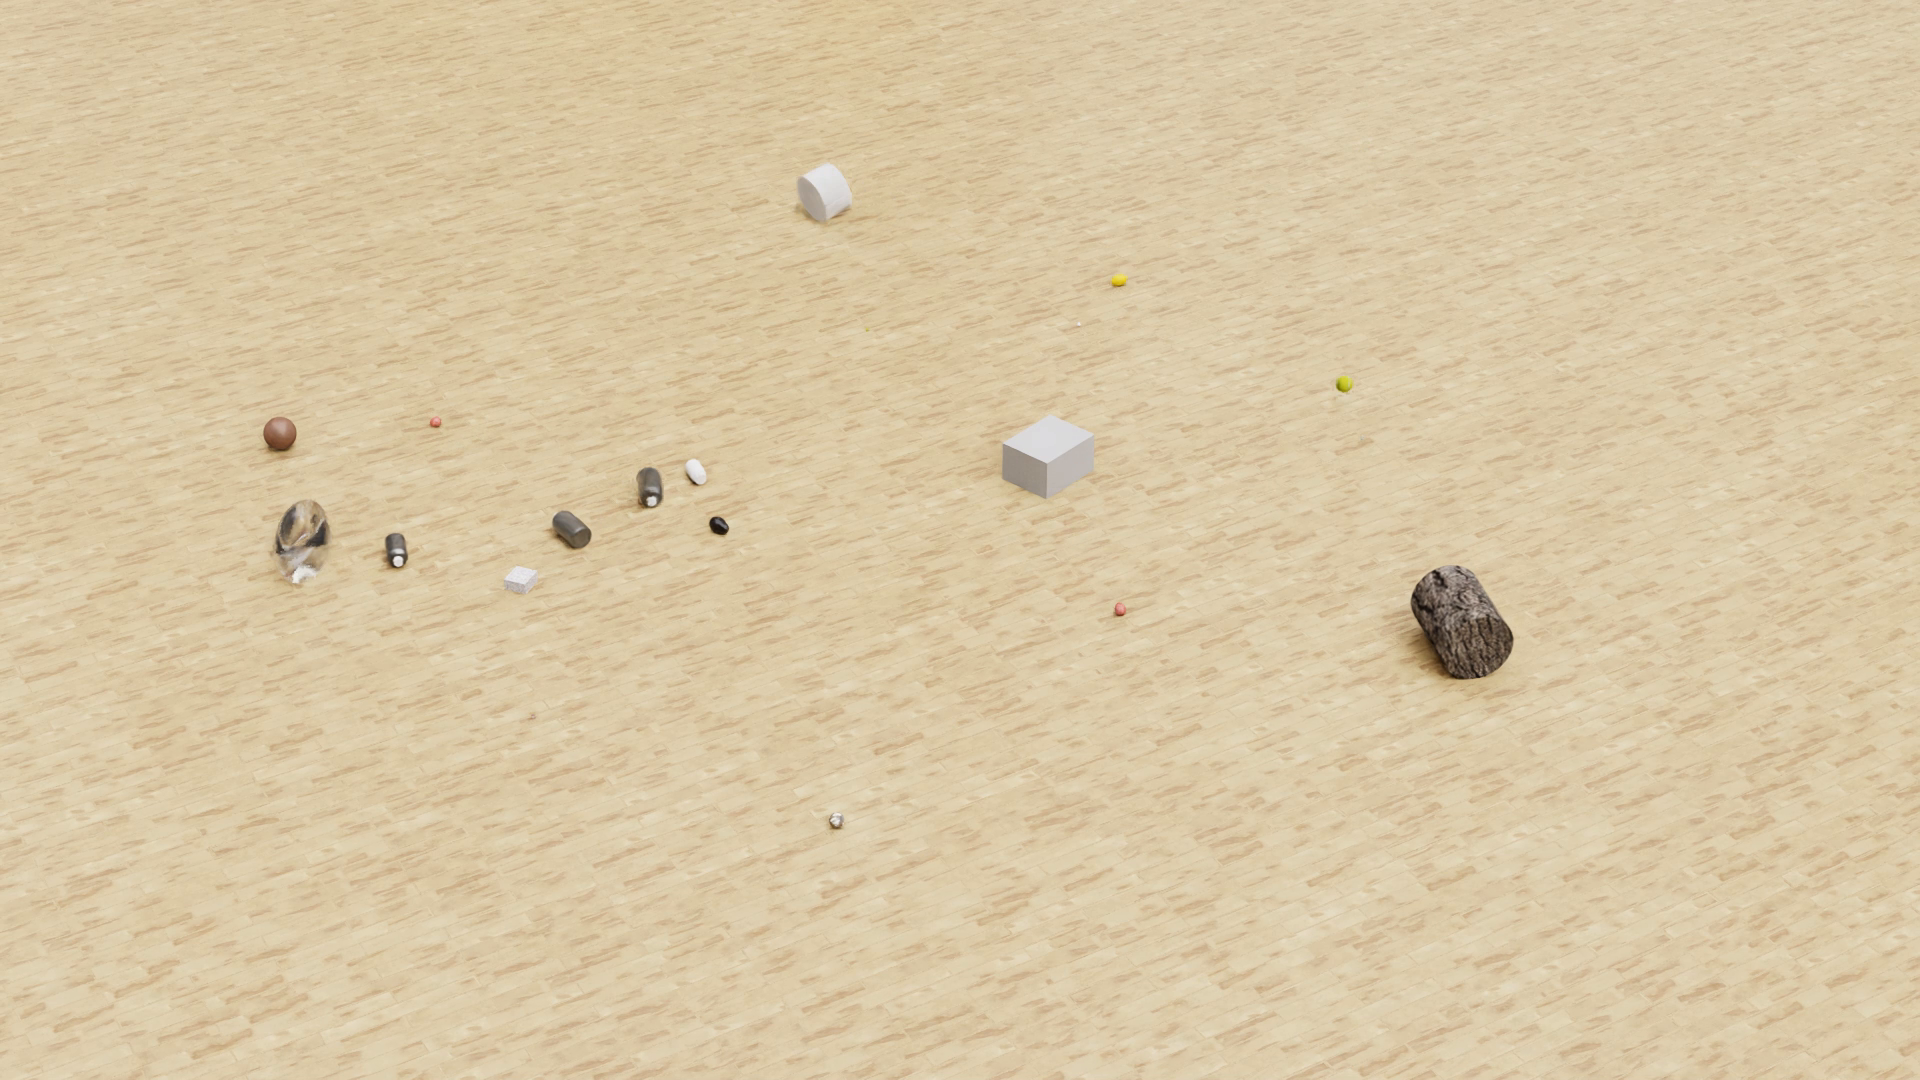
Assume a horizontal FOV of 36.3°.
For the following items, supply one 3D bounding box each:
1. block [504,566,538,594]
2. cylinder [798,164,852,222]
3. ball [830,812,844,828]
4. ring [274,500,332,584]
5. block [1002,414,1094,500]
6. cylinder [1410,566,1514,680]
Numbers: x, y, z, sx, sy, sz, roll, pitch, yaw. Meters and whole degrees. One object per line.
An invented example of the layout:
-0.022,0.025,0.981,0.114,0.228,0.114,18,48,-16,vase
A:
-1.599,0.146,10.682,0.086,0.045,0.093,12,35,18,block
-0.605,-1.555,13.125,0.127,0.223,0.179,-20,12,47,cylinder
-0.399,0.909,9.518,0.052,0.052,0.052,0,33,0,ball
-2.427,0.002,10.827,0.204,0.127,0.479,-5,33,-3,ring
0.340,-0.321,11.285,0.223,0.162,0.283,26,41,34,block
1.757,0.286,10.274,0.259,0.261,0.329,-22,35,1,cylinder
